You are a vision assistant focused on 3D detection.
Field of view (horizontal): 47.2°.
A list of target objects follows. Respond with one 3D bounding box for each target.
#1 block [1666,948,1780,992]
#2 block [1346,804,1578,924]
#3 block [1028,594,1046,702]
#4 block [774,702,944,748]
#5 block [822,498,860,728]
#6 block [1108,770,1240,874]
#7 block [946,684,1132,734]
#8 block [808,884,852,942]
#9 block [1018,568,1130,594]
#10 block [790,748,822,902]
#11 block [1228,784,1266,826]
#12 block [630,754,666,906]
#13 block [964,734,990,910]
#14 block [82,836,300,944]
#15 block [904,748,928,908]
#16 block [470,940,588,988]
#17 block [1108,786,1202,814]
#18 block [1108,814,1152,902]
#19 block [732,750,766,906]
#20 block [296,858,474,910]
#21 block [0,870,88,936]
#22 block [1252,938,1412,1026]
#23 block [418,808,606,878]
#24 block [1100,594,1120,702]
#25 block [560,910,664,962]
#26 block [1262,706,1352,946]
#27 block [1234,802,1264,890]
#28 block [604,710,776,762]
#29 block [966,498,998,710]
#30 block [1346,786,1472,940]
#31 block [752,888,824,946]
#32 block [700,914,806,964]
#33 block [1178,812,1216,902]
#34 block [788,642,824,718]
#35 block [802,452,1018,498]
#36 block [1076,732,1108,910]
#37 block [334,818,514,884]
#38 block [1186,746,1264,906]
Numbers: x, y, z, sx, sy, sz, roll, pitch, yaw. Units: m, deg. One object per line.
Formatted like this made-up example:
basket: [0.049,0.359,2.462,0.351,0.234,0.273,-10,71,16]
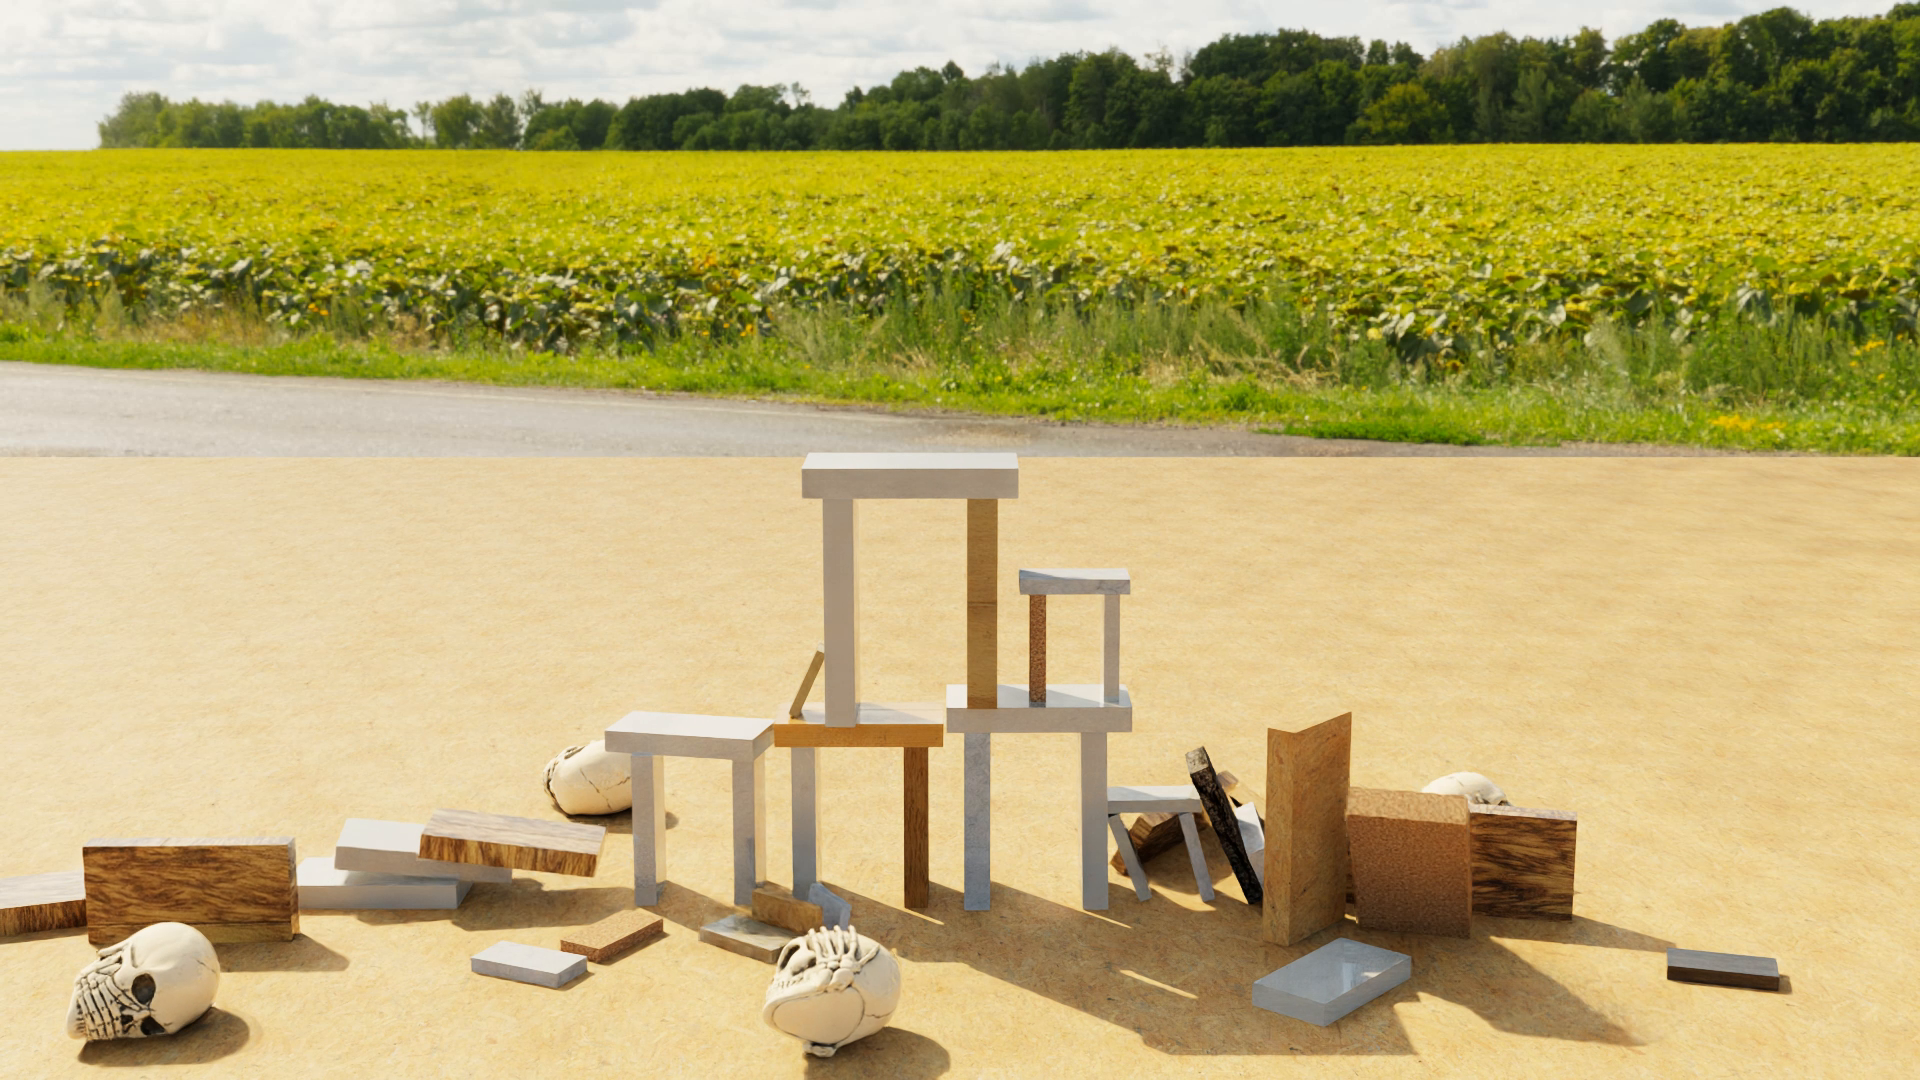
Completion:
block: [1.146,0.645,3.309,0.158,0.022,0.079,3,11,17]
block: [0.775,0.516,3.595,0.443,0.172,0.049,3,11,15]
block: [0.127,0.167,3.590,0.025,0.177,0.089,0,11,0]
block: [-0.163,0.303,3.615,0.273,0.039,0.136,0,11,0]
block: [-0.192,0.102,3.575,0.048,0.371,0.171,0,11,0]
block: [0.381,0.495,3.875,0.032,0.112,0.325,40,28,22]
block: [0.128,0.276,3.606,0.299,0.042,0.149,0,11,0]
block: [-0.210,0.591,3.495,0.017,0.059,0.117,9,5,-30]
block: [0.185,0.067,3.572,0.177,0.025,0.089,0,11,0]
block: [-0.254,0.456,3.643,0.039,0.273,0.136,0,11,0]
block: [0.545,0.506,3.813,0.032,0.112,0.223,-33,17,-8]
block: [-0.516,0.464,3.652,0.036,0.254,0.127,0,11,0]
block: [0.028,0.444,3.638,0.042,0.299,0.149,0,11,0]
block: [-1.206,0.549,3.454,0.316,0.158,0.045,0,10,-2]
block: [-0.072,0.456,3.643,0.039,0.273,0.136,0,11,0]
block: [-0.652,0.642,3.330,0.157,0.022,0.078,5,12,24]
block: [0.318,0.429,3.636,0.155,0.022,0.077,-1,11,1]
block: [0.279,0.516,3.652,0.022,0.155,0.077,-21,10,4]
block: [-0.349,0.464,3.652,0.036,0.254,0.127,1,11,3]
block: [-0.965,0.571,3.663,0.285,0.040,0.143,0,11,0]
block: [-1.424,0.582,3.589,0.316,0.045,0.158,-4,11,-20]
block: [0.551,0.650,3.249,0.122,0.035,0.244,9,14,40]
block: [-0.739,0.502,3.652,0.285,0.040,0.143,7,10,-4]
block: [0.245,0.167,3.590,0.025,0.177,0.089,0,11,0]
block: [-0.545,0.620,3.447,0.078,0.022,0.157,6,12,30]
block: [0.549,0.450,3.478,0.049,0.345,0.172,9,14,39]
block: [0.505,0.530,3.648,0.035,0.122,0.244,-24,9,6]
block: [-0.442,0.322,3.623,0.254,0.036,0.127,2,11,13]
block: [0.036,0.087,3.572,0.048,0.341,0.171,0,11,0]
block: [0.692,0.498,3.369,0.172,0.345,0.049,3,52,17]
block: [-0.273,0.595,3.480,0.139,0.058,0.017,9,14,39]
block: [-0.324,0.623,3.432,0.157,0.022,0.078,8,13,38]
block: [0.390,0.514,3.651,0.022,0.155,0.077,-15,10,3]
block: [-0.248,0.229,3.599,0.017,0.117,0.059,24,10,-4]
block: [-0.078,-0.104,3.537,0.341,0.048,0.171,0,11,0]
block: [0.219,0.443,3.638,0.042,0.299,0.149,-1,11,0]
block: [-0.888,0.518,3.673,0.285,0.040,0.143,6,11,-9]
block: [0.442,0.473,3.653,0.035,0.244,0.122,-24,9,6]
